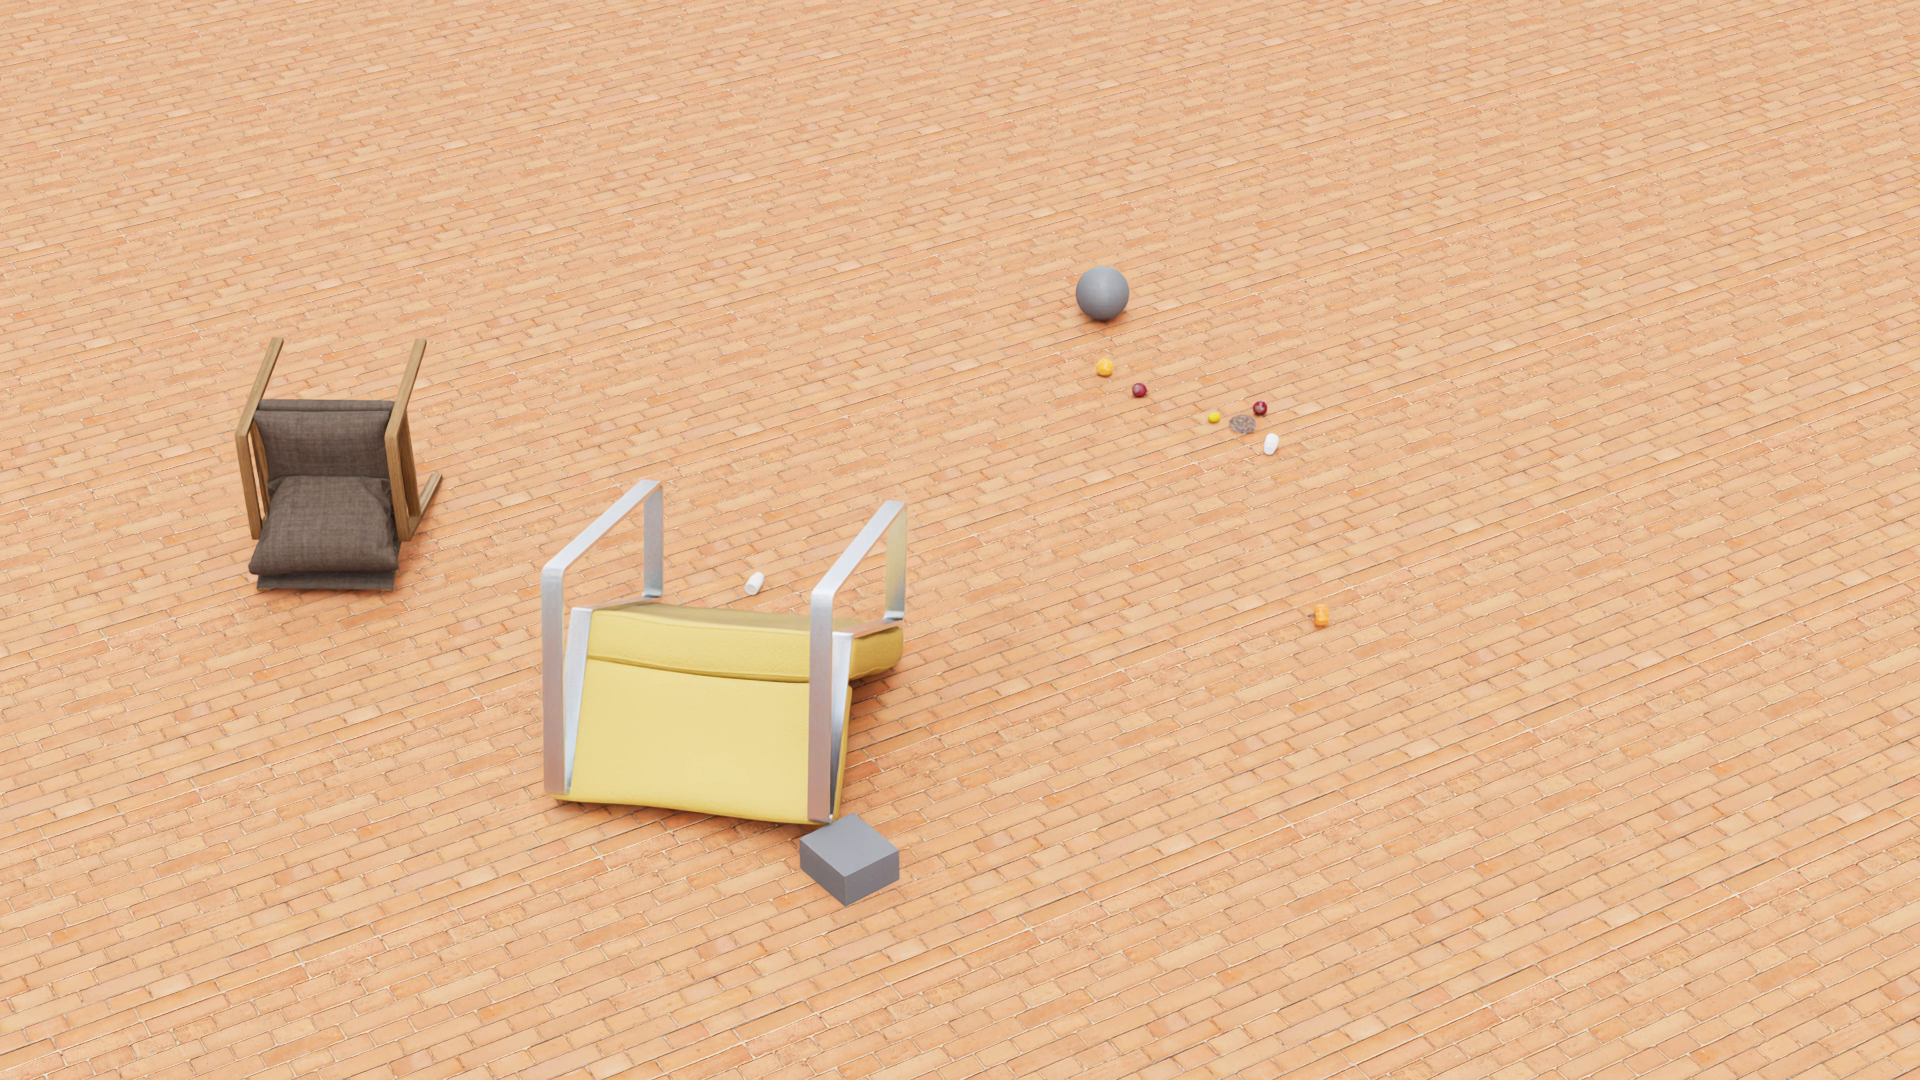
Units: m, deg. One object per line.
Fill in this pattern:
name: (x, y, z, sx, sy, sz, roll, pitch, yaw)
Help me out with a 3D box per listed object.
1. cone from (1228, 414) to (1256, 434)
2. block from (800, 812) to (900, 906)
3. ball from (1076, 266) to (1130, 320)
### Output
cone: (1.123, -0.466, 11.619, 0.110, 0.076, 0.091, 5, 11, 9)
block: (-0.351, 1.012, 9.298, 0.214, 0.122, 0.241, -24, 40, -31)
ball: (0.598, -1.037, 12.311, 0.228, 0.228, 0.228, 0, 33, 0)
